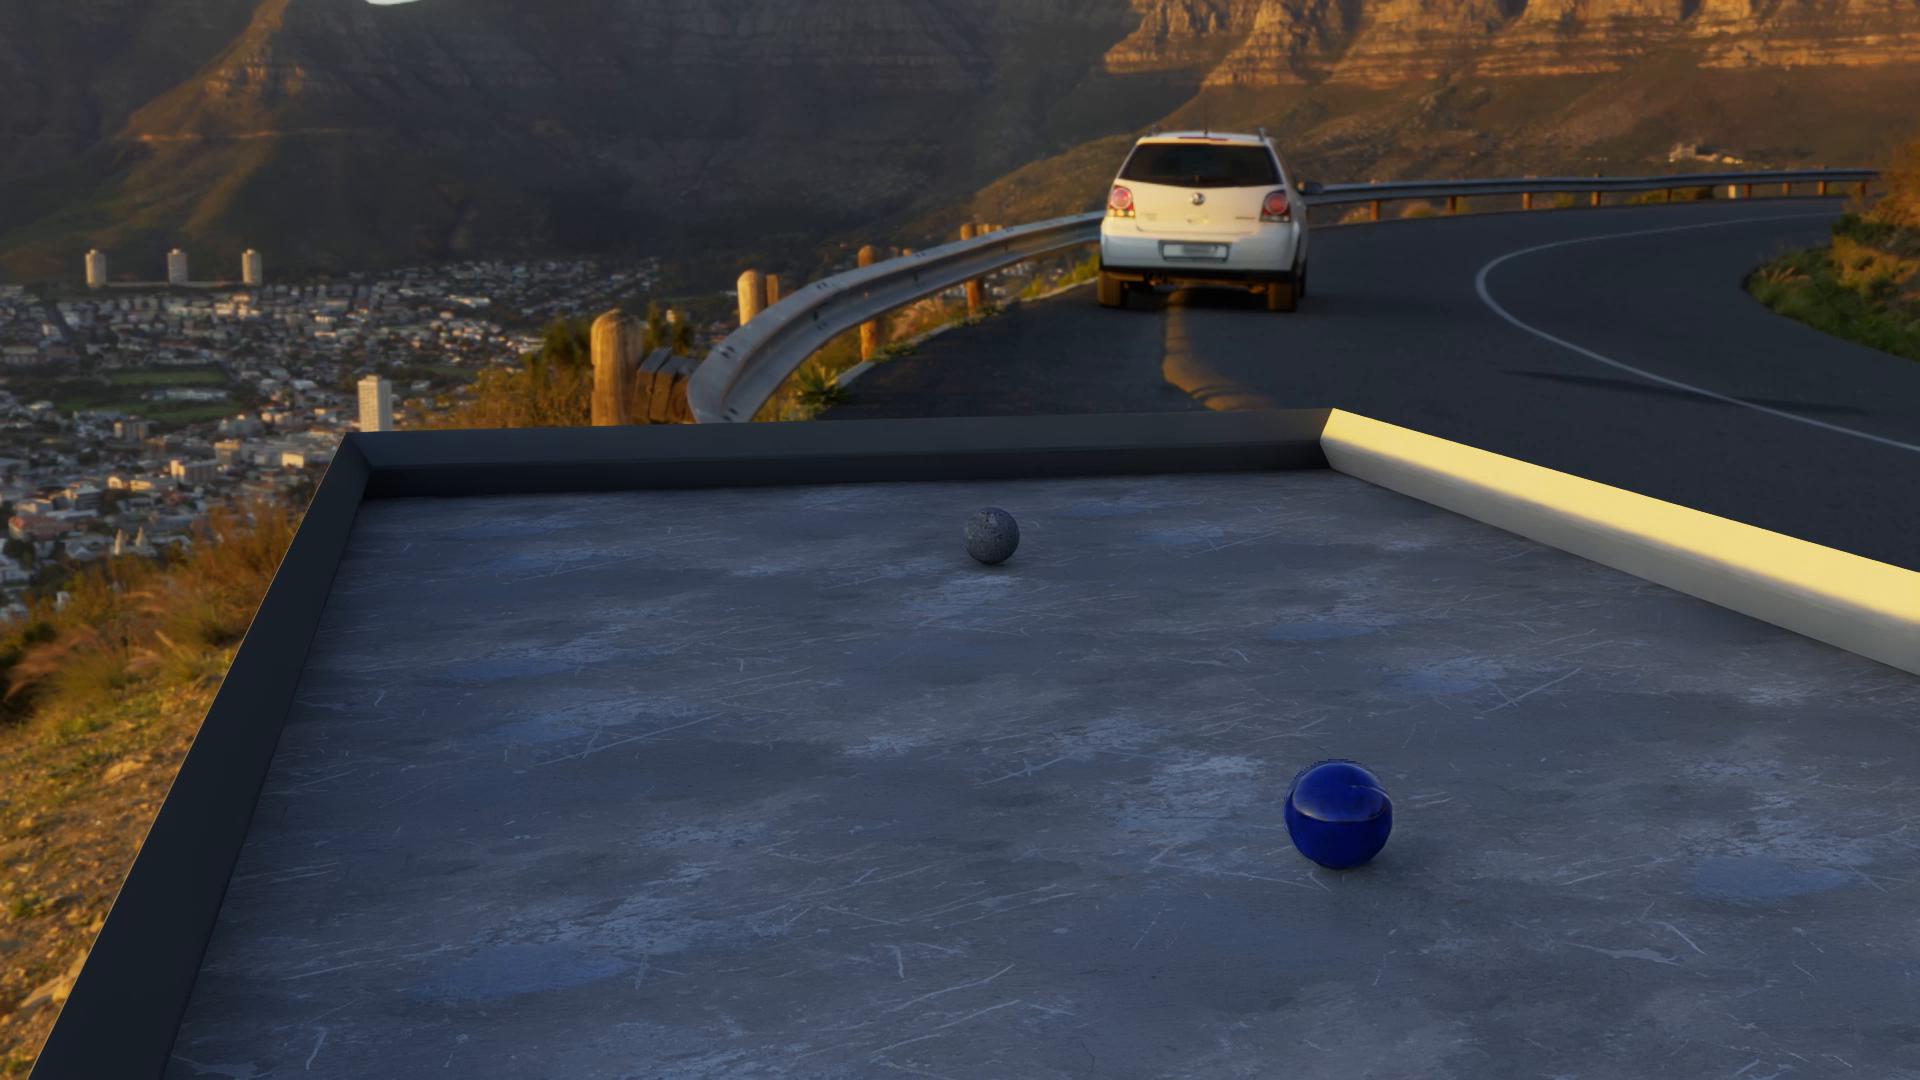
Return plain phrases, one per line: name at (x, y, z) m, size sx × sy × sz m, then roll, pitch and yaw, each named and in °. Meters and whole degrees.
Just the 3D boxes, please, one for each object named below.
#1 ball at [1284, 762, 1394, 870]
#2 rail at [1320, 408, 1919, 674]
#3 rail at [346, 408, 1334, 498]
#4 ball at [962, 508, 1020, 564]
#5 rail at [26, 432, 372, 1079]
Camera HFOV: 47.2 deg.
ball at (0.315, 0.229, 1.832) m, size 0.089 × 0.089 × 0.089 m, roll 0°, pitch 10°, yaw 0°
rail at (1.059, 0.080, 2.624) m, size 0.045 × 0.116 × 3.386 m, roll -2°, pitch 10°, yaw -12°
rail at (-0.174, -0.161, 4.045) m, size 1.847 × 0.116 × 0.045 m, roll -2°, pitch 10°, yaw -12°
ball at (0.046, -0.006, 3.236) m, size 0.084 × 0.084 × 0.084 m, roll 0°, pitch 10°, yaw 0°
rail at (-0.700, 0.144, 2.248) m, size 0.045 × 0.116 × 3.386 m, roll -2°, pitch 10°, yaw -12°
